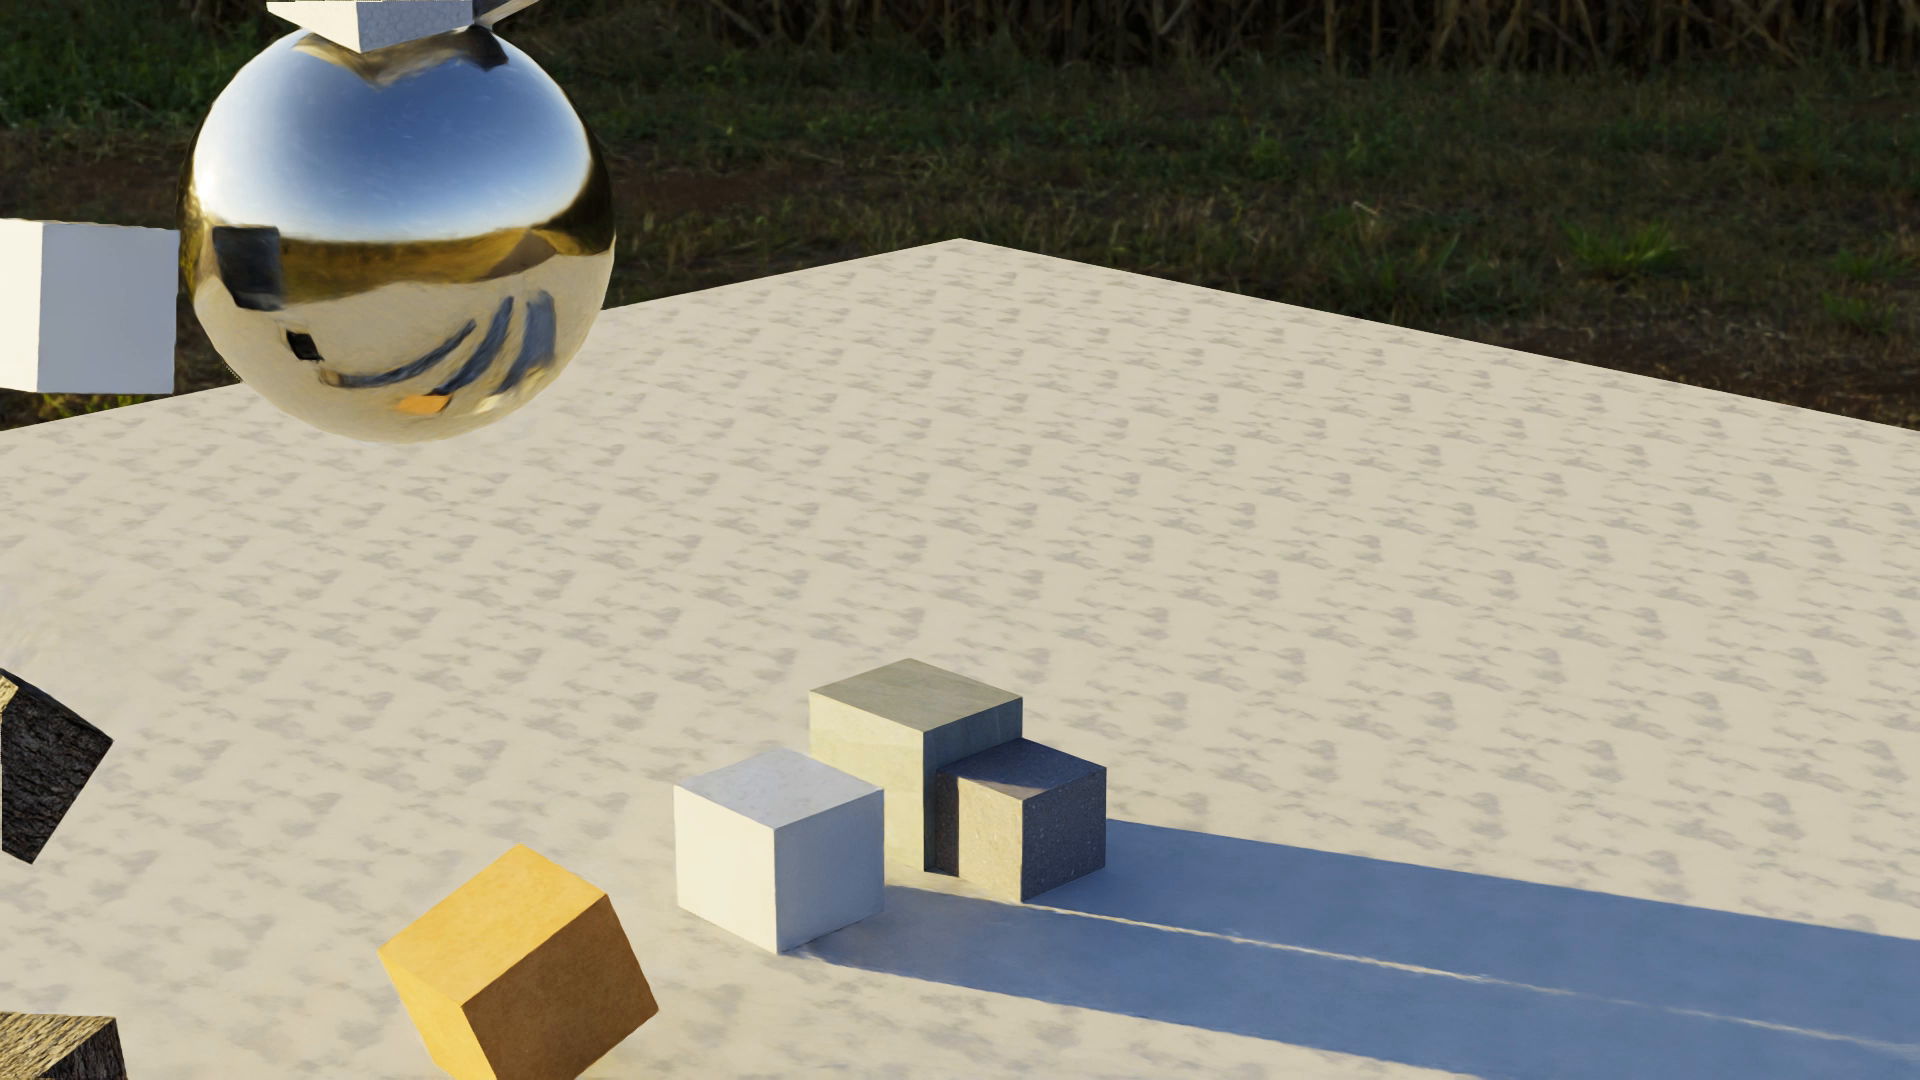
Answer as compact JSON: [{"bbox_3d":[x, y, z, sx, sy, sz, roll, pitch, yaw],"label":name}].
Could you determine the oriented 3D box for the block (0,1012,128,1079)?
[{"bbox_3d":[-3.395,2.091,10.690,0.516,0.547,0.512,-1,16,19],"label":"block"}]

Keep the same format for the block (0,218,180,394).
[{"bbox_3d":[-3.031,-0.798,9.954,0.523,0.556,0.517,9,8,41],"label":"block"}]

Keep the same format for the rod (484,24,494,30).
[{"bbox_3d":[-0.897,-4.335,11.039,0.080,5.200,0.080,17,-5,42],"label":"rod"}]

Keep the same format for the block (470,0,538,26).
[{"bbox_3d":[-1.685,-2.058,10.599,0.294,0.290,0.320,-25,5,11],"label":"block"}]

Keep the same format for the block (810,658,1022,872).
[{"bbox_3d":[-0.207,1.048,13.865,0.654,0.687,0.765,-17,24,-42],"label":"block"}]

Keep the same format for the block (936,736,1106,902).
[{"bbox_3d":[0.280,1.276,13.462,0.560,0.493,0.544,-17,24,-42],"label":"block"}]

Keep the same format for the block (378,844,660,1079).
[{"bbox_3d":[-1.722,1.721,11.464,0.713,0.615,0.621,-37,35,-27],"label":"block"}]

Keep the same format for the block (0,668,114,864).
[{"bbox_3d":[-3.319,0.727,10.041,0.438,0.504,0.476,25,-11,36],"label":"block"}]

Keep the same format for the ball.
[{"bbox_3d":[-2.070,-1.152,10.810,1.600,1.600,1.600,0,17,0],"label":"ball"}]

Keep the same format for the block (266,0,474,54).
[{"bbox_3d":[-2.094,-2.114,10.294,0.472,0.582,0.594,-24,37,-37],"label":"block"}]

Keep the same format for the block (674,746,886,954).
[{"bbox_3d":[-0.797,1.364,12.998,0.632,0.588,0.678,-17,25,-41],"label":"block"}]
